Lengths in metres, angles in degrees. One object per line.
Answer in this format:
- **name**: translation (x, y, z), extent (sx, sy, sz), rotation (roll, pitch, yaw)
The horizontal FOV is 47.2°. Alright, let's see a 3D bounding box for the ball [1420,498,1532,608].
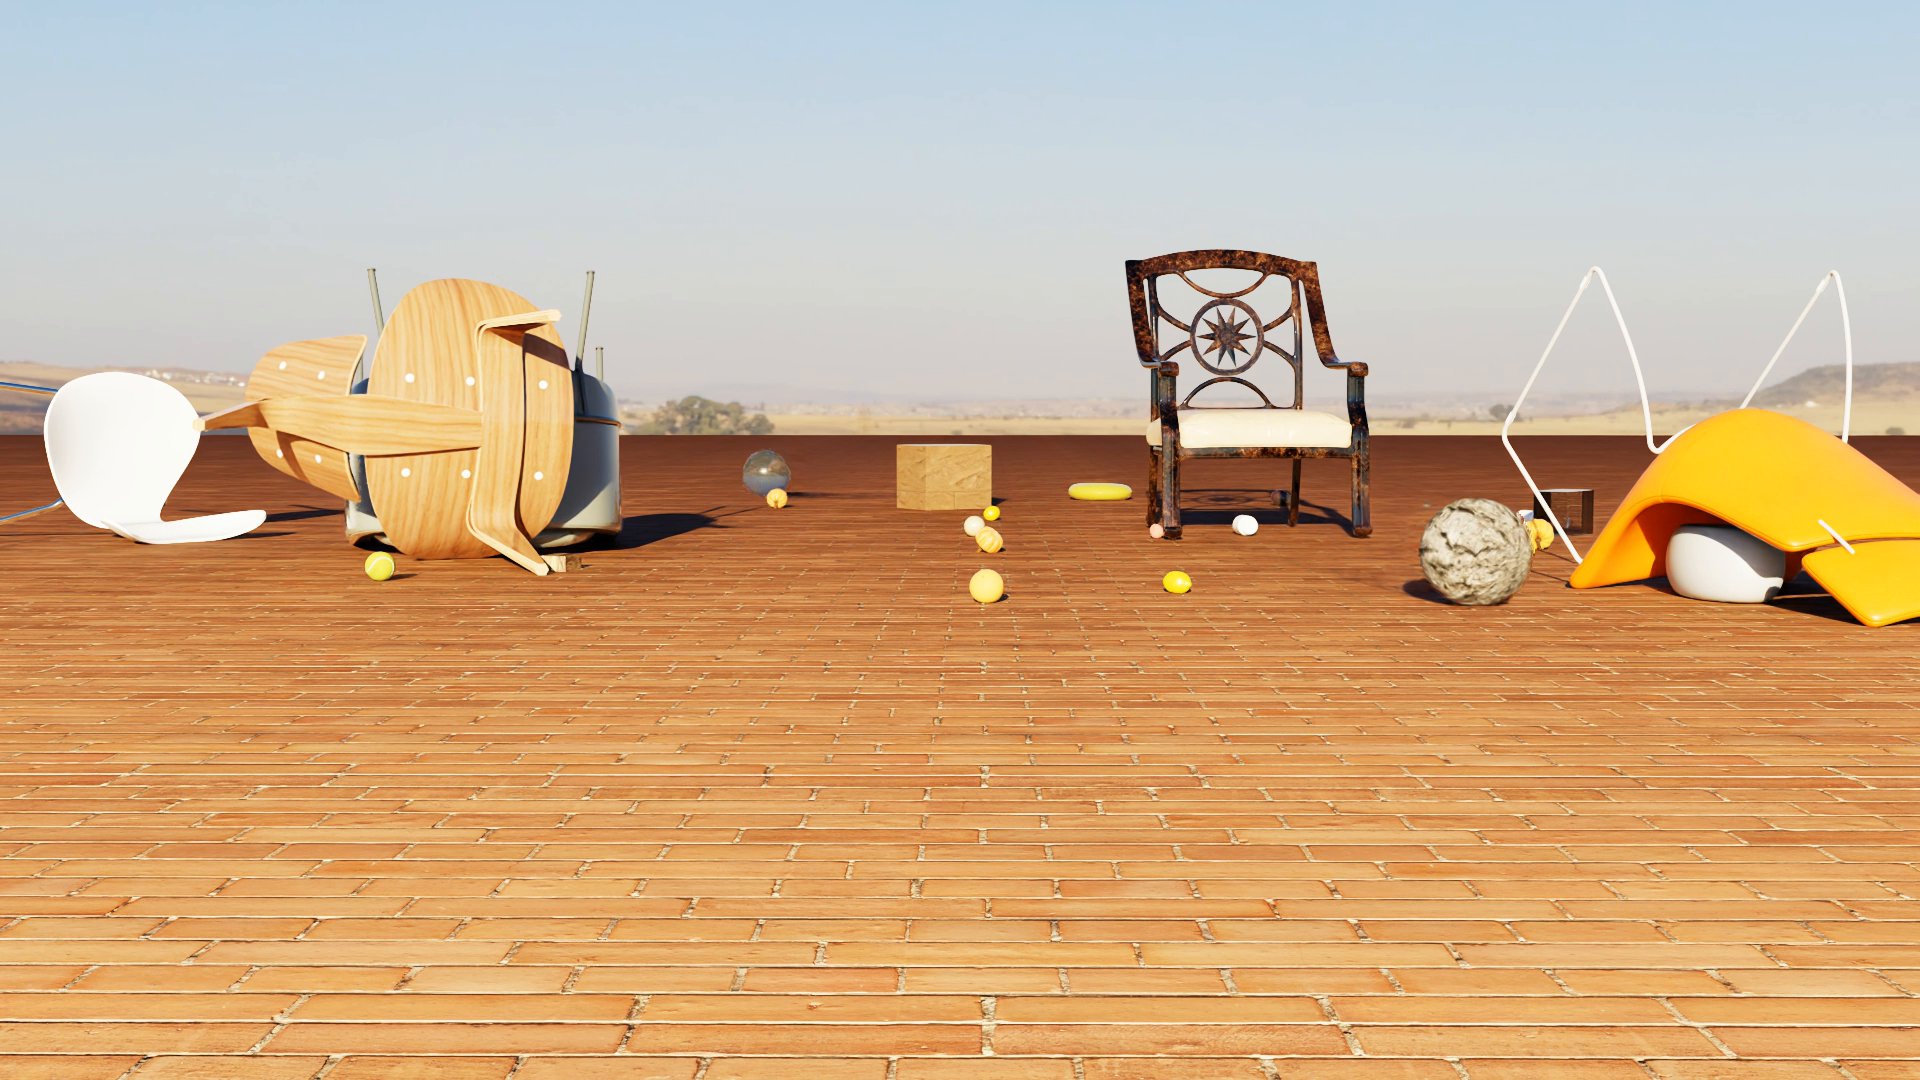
- **ball**: translation (1.062, 0.025, 4.530), extent (0.226, 0.226, 0.226), rotation (0, 4, 0)

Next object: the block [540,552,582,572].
- **block**: translation (-0.991, 0.055, 5.465), extent (0.066, 0.038, 0.102), rotation (1, 4, 13)

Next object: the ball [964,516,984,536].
- **ball**: translation (0.044, -0.042, 6.684), extent (0.064, 0.064, 0.064), rotation (0, 4, 0)

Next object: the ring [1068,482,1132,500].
- **ring**: translation (0.570, -0.196, 8.951), extent (0.257, 0.063, 0.272), rotation (0, 4, -12)

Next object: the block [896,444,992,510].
- **block**: translation (-0.061, -0.240, 8.303), extent (0.284, 0.238, 0.220), rotation (-2, 5, -31)

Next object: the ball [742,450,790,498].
- **ball**: translation (-0.796, -0.269, 9.029), extent (0.197, 0.197, 0.197), rotation (0, 4, 0)

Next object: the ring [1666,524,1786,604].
- **ring**: translation (1.645, 0.048, 4.731), extent (0.218, 0.157, 0.387), rotation (2, 3, -1)

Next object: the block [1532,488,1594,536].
- **block**: translation (1.862, -0.085, 6.783), extent (0.109, 0.136, 0.189), rotation (3, 5, 40)
